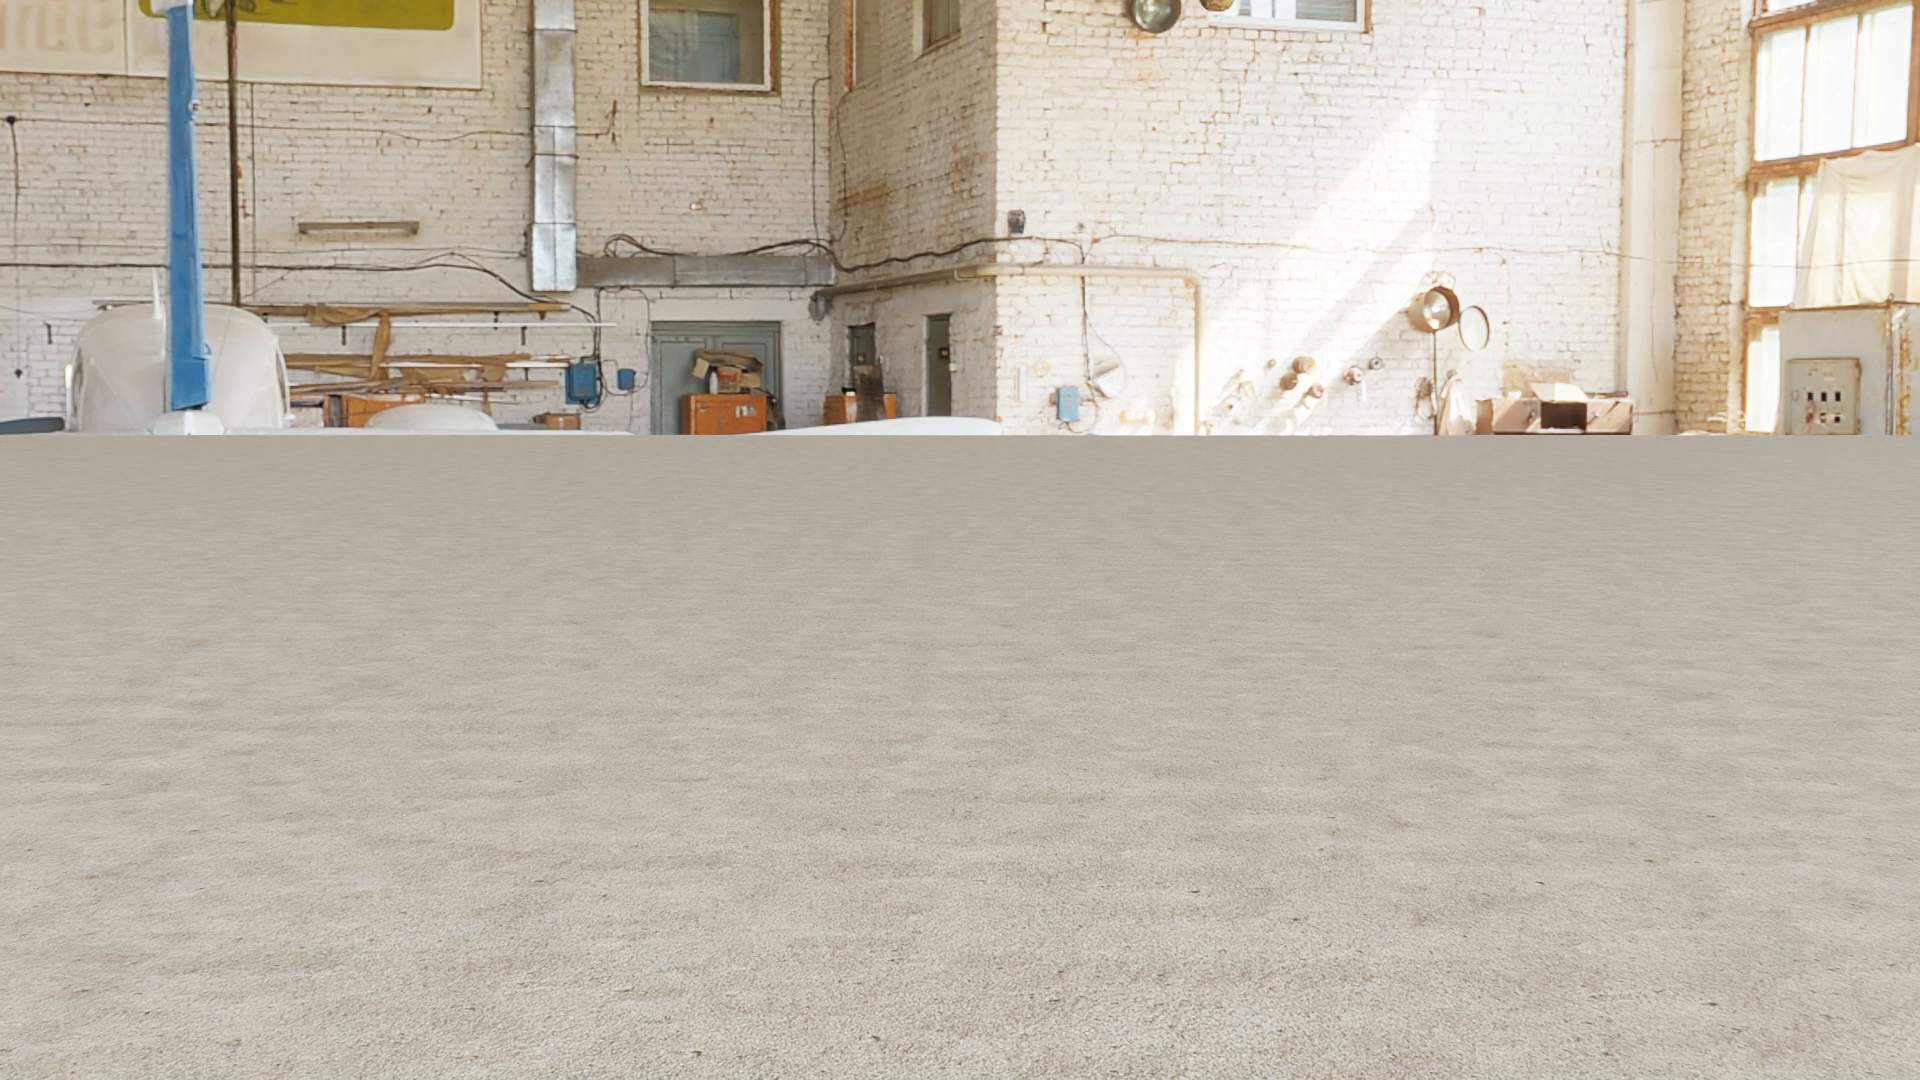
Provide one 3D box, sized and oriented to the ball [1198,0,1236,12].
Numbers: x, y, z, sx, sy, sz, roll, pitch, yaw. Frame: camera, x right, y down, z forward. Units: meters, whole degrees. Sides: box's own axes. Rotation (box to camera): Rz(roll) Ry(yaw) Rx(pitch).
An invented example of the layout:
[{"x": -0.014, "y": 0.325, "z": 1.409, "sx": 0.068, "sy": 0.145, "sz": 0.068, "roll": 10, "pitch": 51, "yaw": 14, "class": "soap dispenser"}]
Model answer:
[{"x": 0.876, "y": -1.867, "z": 7.492, "sx": 0.137, "sy": 0.137, "sz": 0.137, "roll": 0, "pitch": 4, "yaw": 0, "class": "ball"}]
